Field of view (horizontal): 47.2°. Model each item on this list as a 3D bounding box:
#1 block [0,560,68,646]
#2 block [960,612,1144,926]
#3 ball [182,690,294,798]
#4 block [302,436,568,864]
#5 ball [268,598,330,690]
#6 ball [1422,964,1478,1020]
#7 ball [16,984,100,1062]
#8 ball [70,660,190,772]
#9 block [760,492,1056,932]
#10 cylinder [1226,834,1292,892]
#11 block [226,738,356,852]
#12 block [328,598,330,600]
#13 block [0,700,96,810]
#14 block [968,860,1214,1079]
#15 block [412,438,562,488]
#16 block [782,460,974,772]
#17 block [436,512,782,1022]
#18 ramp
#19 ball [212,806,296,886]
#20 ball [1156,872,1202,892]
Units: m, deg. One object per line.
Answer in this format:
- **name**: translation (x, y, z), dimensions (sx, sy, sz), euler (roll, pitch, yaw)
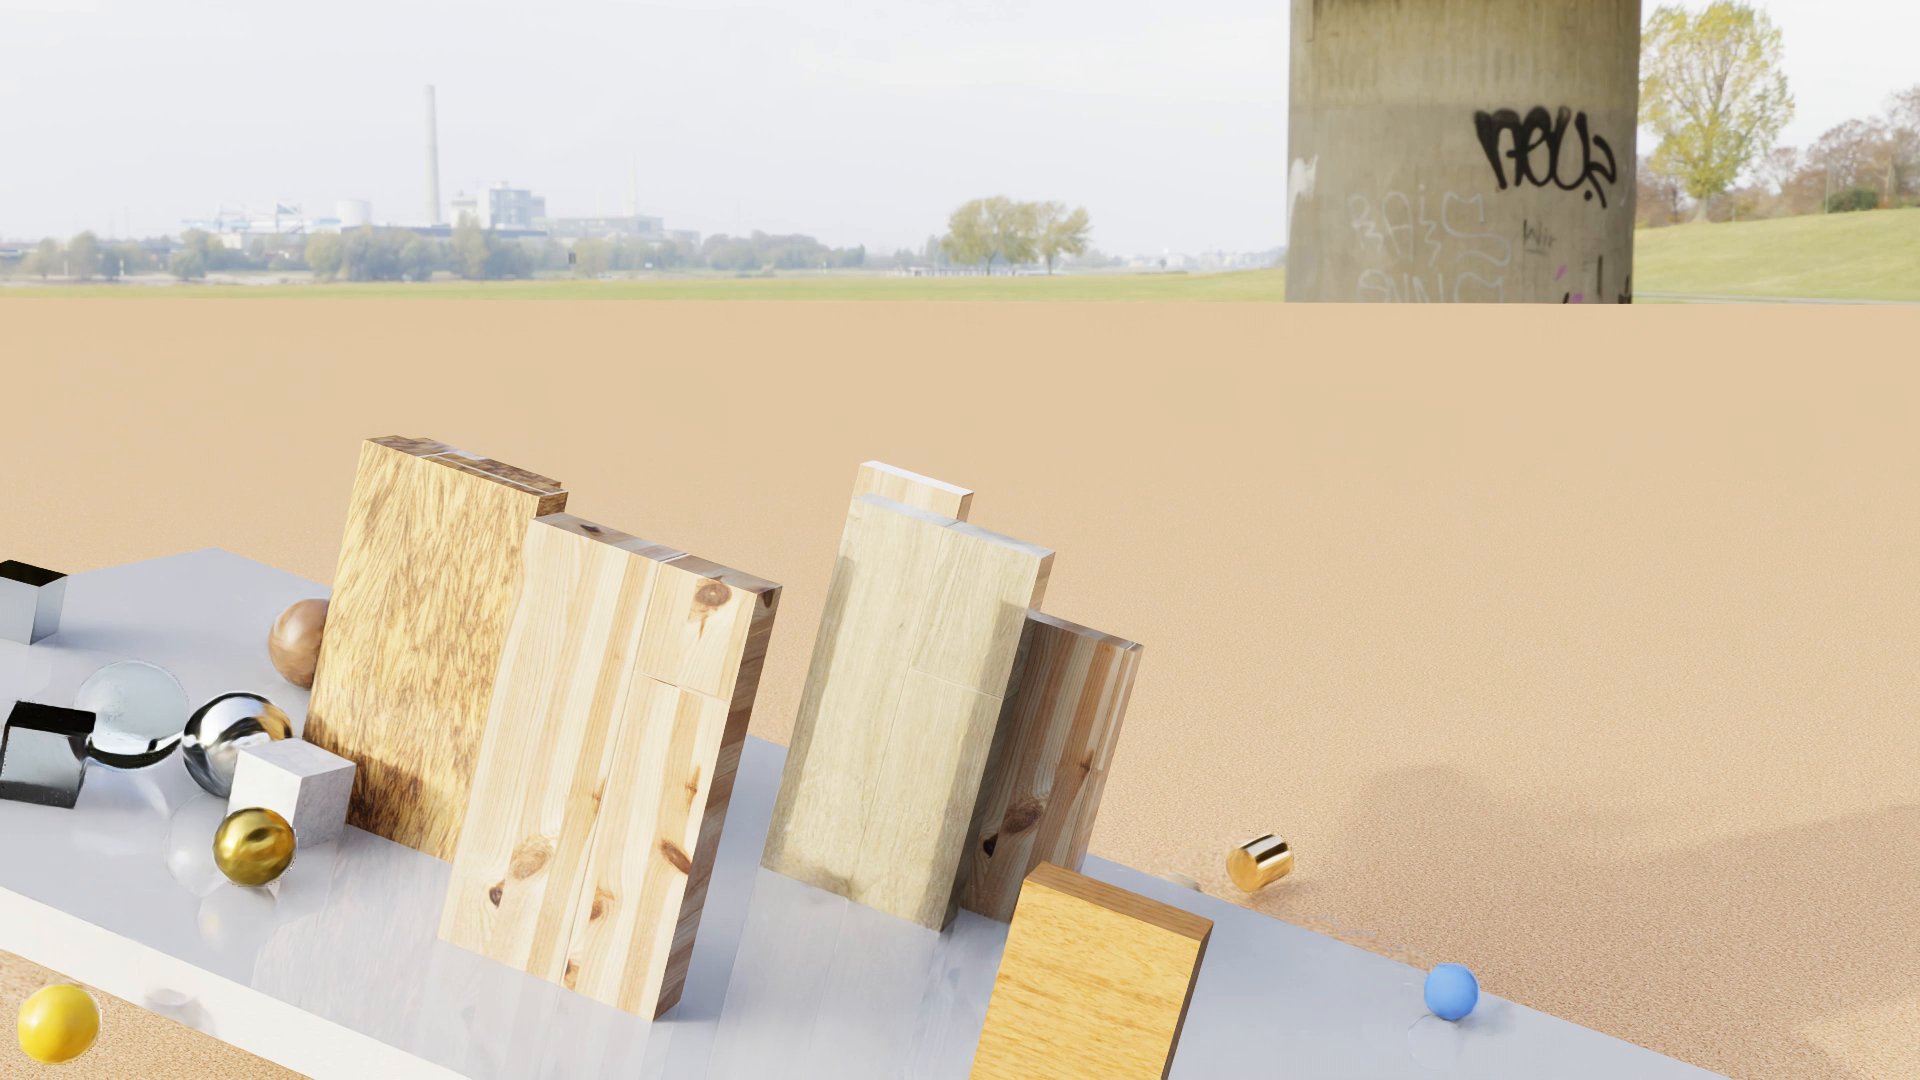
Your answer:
- **block**: translation (-2.001, 0.132, 4.679), dimensions (0.130, 0.130, 0.130), euler (15, 11, 0)
- **block**: translation (0.166, 0.478, 4.492), dimensions (0.253, 0.626, 0.087), euler (18, 11, 15)
- **ball**: translation (-1.347, 0.382, 4.107), dimensions (0.202, 0.202, 0.202), euler (0, 7, 0)
- **block**: translation (-0.996, 0.203, 4.107), dimensions (0.369, 0.716, 0.114), euler (18, 11, 15)
- **ball**: translation (-1.407, 0.226, 4.805), dimensions (0.200, 0.200, 0.200), euler (0, 7, 0)
- **ball**: translation (1.031, 0.950, 4.620), dimensions (0.115, 0.115, 0.115), euler (0, 7, 0)
- **ball**: translation (-1.372, 0.735, 3.348), dimensions (0.117, 0.117, 0.117), euler (0, 7, 0)
- **ball**: translation (-1.545, 0.329, 4.093), dimensions (0.208, 0.208, 0.208), euler (0, 7, 0)
- **block**: translation (-0.109, 0.342, 4.395), dimensions (0.399, 0.784, 0.114), euler (18, 11, 15)
- **cylinder**: translation (0.890, 0.959, 6.543), dimensions (0.138, 0.138, 0.138), euler (-17, 16, -37)
- **block**: translation (-1.219, 0.464, 4.009), dimensions (0.147, 0.147, 0.147), euler (19, 12, 22)
- **block**: translation (-1.378, 0.225, 4.983), dimensions (0.148, 0.148, 0.148), euler (18, 11, 22)
- **block**: translation (-1.627, 0.382, 3.913), dimensions (0.135, 0.135, 0.135), euler (11, 12, -17)
- **block**: translation (0.173, 0.778, 3.308), dimensions (0.274, 0.514, 0.109), euler (18, 11, 15)
- **block**: translation (-1.048, 0.150, 4.483), dimensions (0.320, 0.647, 0.111), euler (18, 11, 15)
- **block**: translation (-0.189, 0.217, 5.001), dimensions (0.247, 0.751, 0.093), euler (18, 11, 15)
- **block**: translation (-0.592, 0.376, 3.683), dimensions (0.415, 0.751, 0.112), euler (18, 11, 15)
- **ramp**: translation (-0.385, 0.765, 4.246), dimensions (4.000, 0.100, 2.000), euler (18, 11, 15)
- **ball**: translation (-1.207, 0.523, 3.761), dimensions (0.135, 0.135, 0.135), euler (0, 7, 0)
- **ball**: translation (0.591, 1.021, 6.126), dimensions (0.185, 0.185, 0.185), euler (0, 7, 0)
